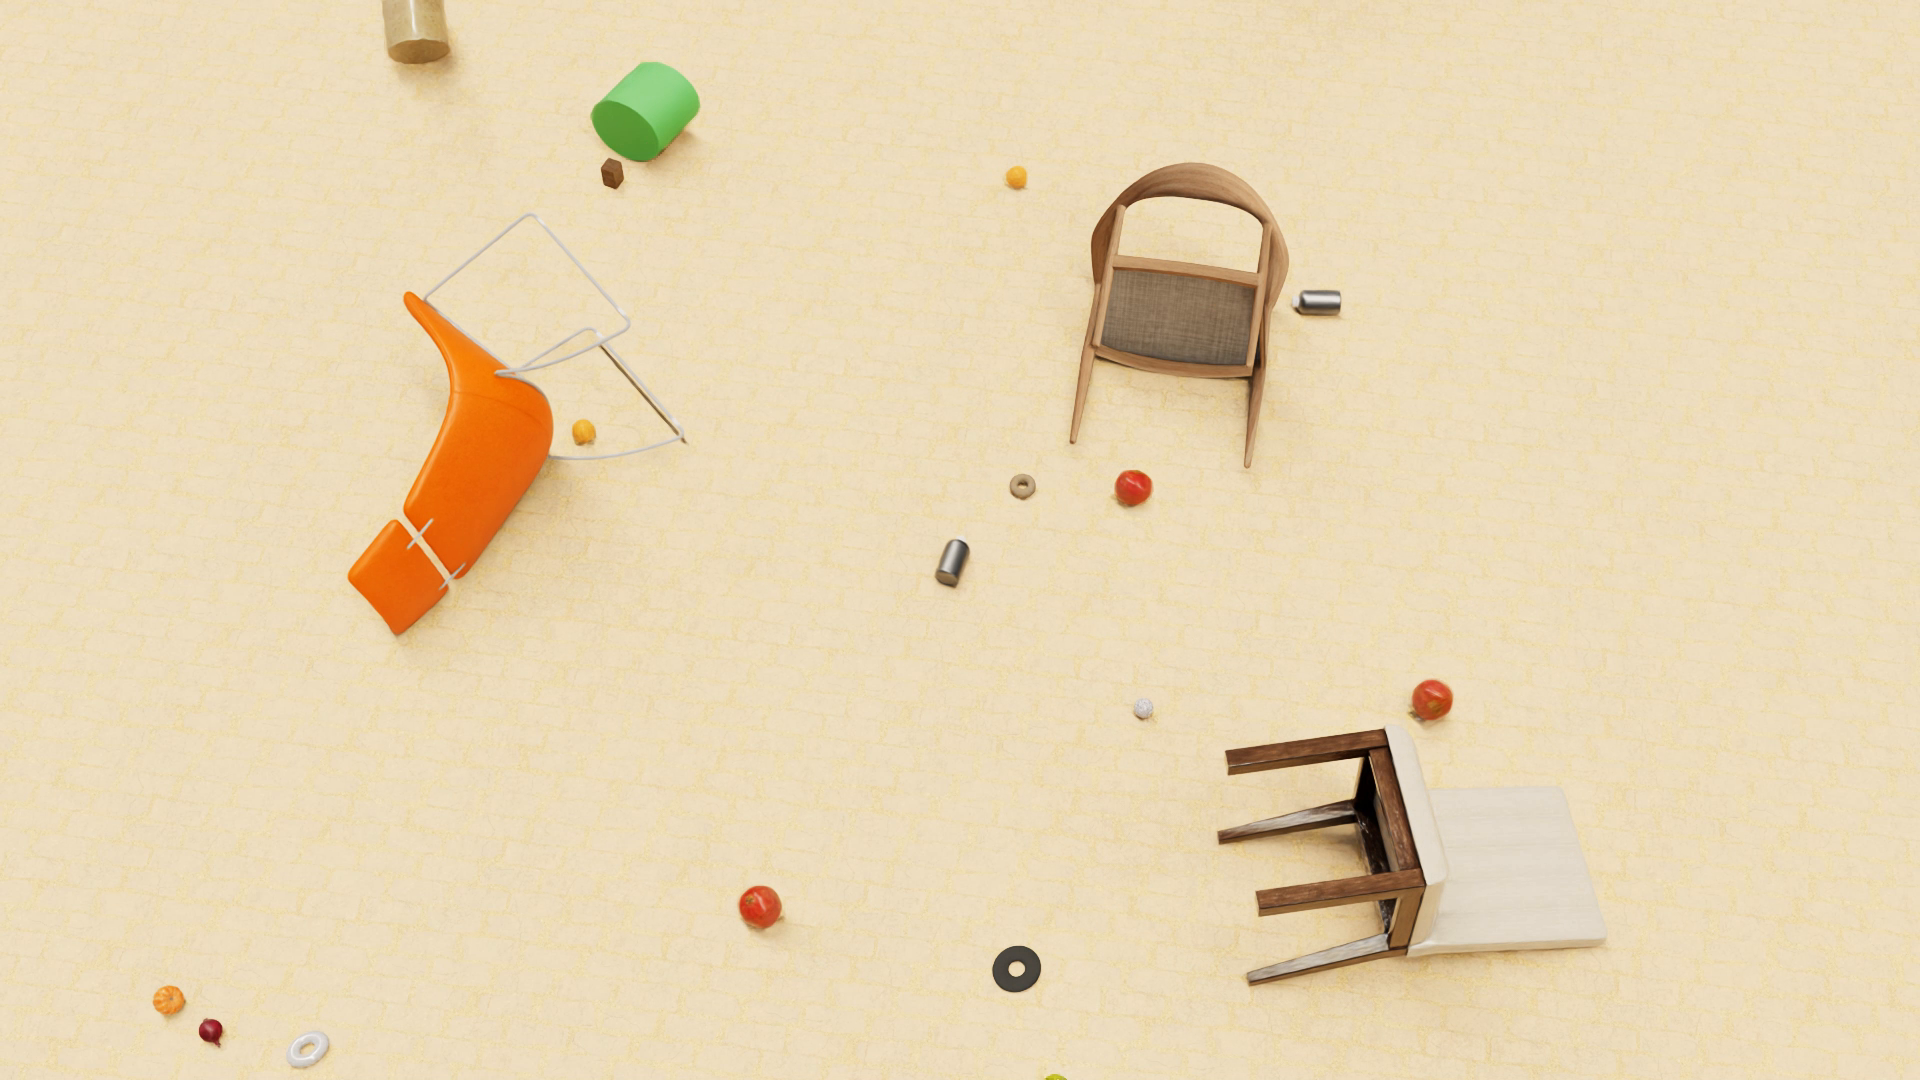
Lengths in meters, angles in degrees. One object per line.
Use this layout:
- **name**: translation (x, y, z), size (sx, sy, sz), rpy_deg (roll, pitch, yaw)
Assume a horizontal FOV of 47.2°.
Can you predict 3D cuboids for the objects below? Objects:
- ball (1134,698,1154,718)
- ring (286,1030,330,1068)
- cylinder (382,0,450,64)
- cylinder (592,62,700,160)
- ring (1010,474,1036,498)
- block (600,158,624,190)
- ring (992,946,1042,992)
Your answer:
- **ball**: translation (0.520, 0.475, 6.221), size (0.057, 0.057, 0.057), rpy_deg (0, 56, 0)
- **ring**: translation (-1.684, 1.314, 5.675), size (0.116, 0.029, 0.089), rpy_deg (-31, 61, -20)
- **cylinder**: translation (-1.885, -1.802, 7.601), size (0.210, 0.222, 0.240), rpy_deg (-6, 81, -18)
- **cylinder**: translation (-1.056, -1.439, 7.377), size (0.318, 0.243, 0.222), rpy_deg (5, 47, 47)
- **ring**: translation (0.190, -0.164, 6.665), size (0.080, 0.033, 0.083), rpy_deg (-6, 58, -3)
- **block**: translation (-1.161, -1.224, 7.346), size (0.050, 0.081, 0.054), rpy_deg (21, 59, 13)
- **ring**: translation (0.150, 1.132, 5.805), size (0.125, 0.016, 0.137), rpy_deg (35, 63, 21)
